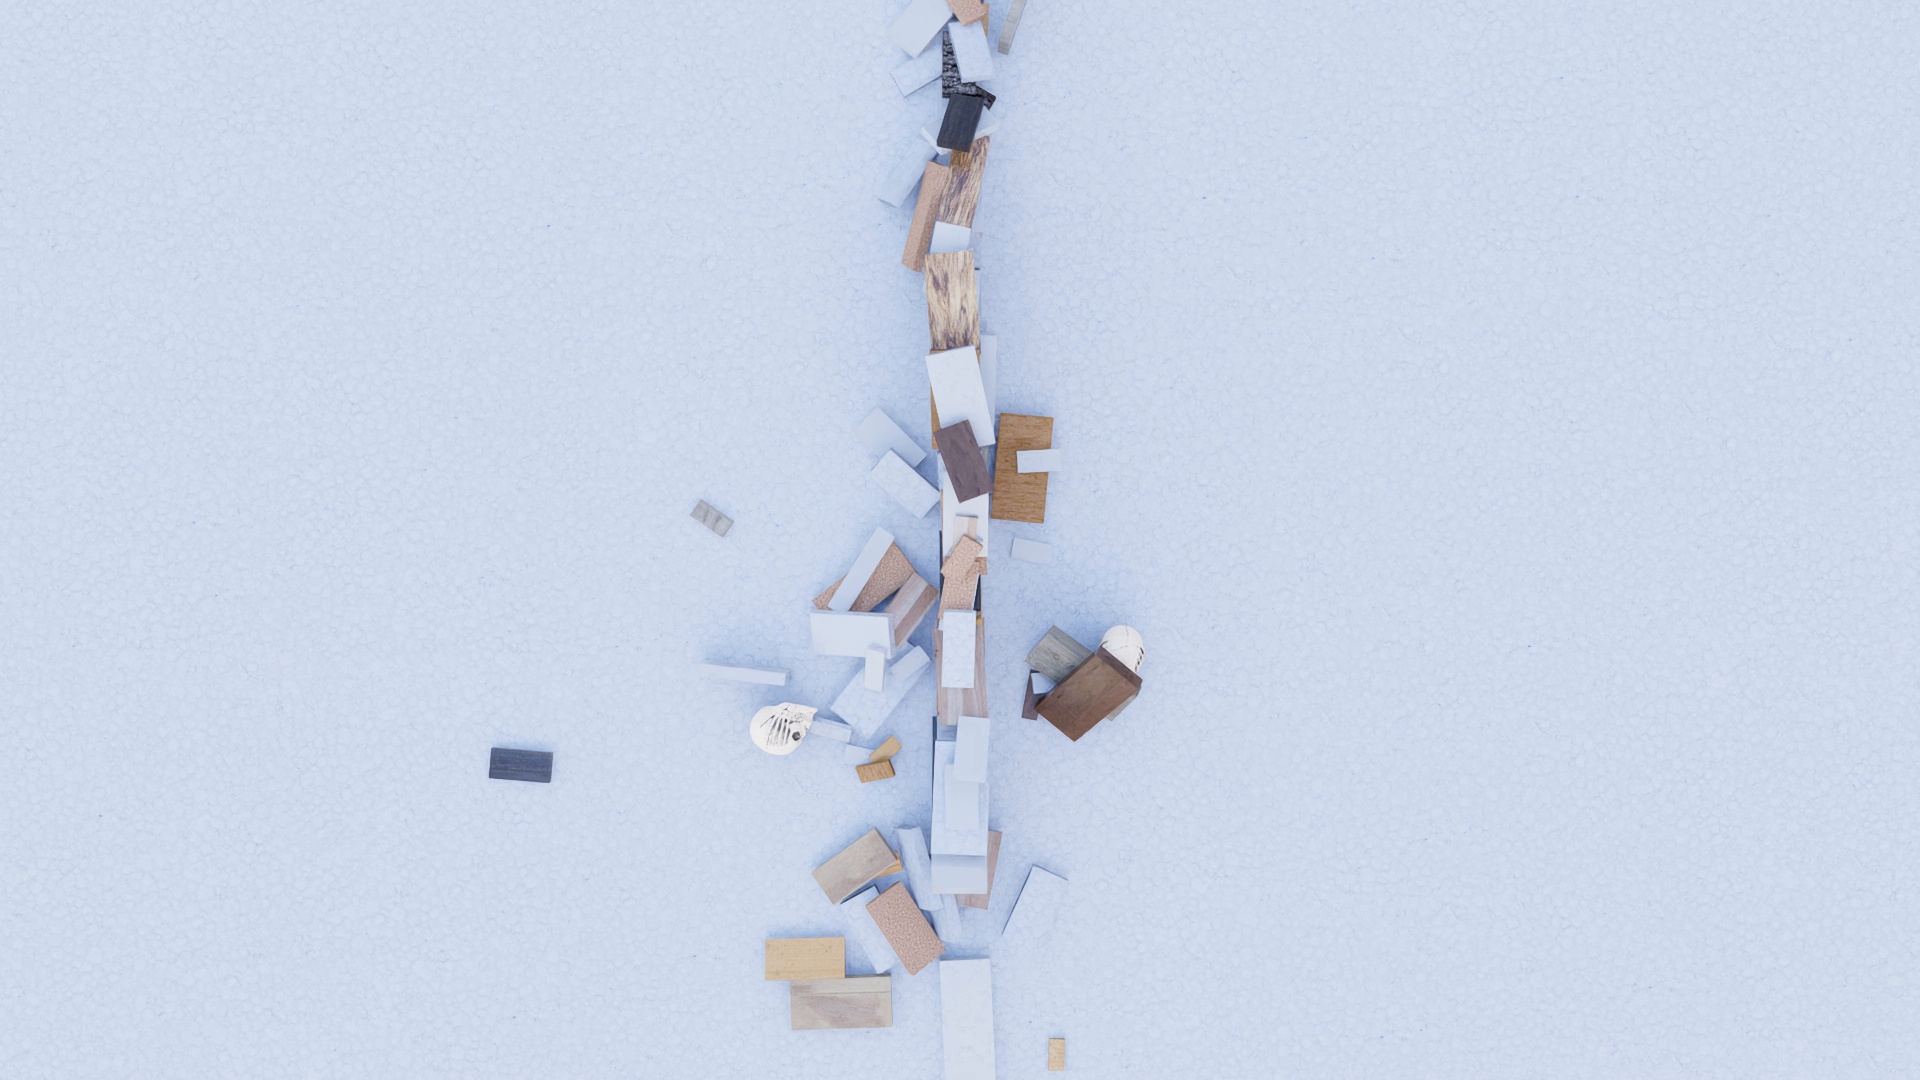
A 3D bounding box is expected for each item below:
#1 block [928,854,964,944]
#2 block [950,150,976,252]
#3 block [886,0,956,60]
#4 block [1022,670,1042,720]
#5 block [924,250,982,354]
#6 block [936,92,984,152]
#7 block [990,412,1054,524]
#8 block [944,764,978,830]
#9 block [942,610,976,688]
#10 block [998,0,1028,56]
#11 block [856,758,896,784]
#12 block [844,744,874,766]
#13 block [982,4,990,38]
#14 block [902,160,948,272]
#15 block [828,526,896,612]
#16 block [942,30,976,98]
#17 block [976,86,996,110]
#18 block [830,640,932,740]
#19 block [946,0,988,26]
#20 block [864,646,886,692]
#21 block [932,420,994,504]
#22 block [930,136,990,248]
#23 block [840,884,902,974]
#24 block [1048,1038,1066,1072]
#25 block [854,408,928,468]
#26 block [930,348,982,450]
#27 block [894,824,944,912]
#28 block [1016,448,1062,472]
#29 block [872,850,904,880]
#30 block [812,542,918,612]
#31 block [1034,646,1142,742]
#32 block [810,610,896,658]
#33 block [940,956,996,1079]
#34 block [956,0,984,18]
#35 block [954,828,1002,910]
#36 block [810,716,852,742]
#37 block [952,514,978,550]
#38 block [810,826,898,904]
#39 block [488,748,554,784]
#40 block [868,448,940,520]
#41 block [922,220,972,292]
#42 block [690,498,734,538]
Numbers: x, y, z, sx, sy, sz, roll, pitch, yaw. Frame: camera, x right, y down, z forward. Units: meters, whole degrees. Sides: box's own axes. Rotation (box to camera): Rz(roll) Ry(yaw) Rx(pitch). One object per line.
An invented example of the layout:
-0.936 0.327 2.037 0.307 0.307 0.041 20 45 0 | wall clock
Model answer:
-0.062 1.180 5.429 0.039 0.138 0.275 -13 90 -25 | block
0.006 -1.133 5.365 0.094 0.027 0.407 3 75 1 | block
-0.112 -1.732 5.467 0.128 0.036 0.256 39 84 1 | block
0.245 0.516 5.493 0.053 0.015 0.164 11 90 0 | block
-0.024 -0.743 5.214 0.157 0.044 0.323 -5 94 1 | block
0.002 -1.348 5.326 0.109 0.031 0.219 12 58 3 | block
0.206 -0.238 5.475 0.176 0.050 0.352 5 90 0 | block
0.006 0.818 5.261 0.103 0.029 0.205 -1 86 0 | block
-0.004 0.348 5.277 0.103 0.029 0.252 2 106 0 | block
0.267 -1.974 5.436 0.036 0.128 0.747 19 90 0 | block
-0.280 0.766 5.463 0.121 0.017 0.060 -14 112 17 | block
-0.322 0.722 5.491 0.123 0.017 0.062 11 90 0 | block
0.068 -1.731 5.492 0.054 0.015 0.107 3 90 0 | block
-0.116 -1.059 5.395 0.034 0.118 0.347 9 107 -24 | block
-0.325 0.103 5.450 0.067 0.019 0.312 33 90 0 | block
-0.003 -1.566 5.436 0.109 0.031 0.246 2 68 -3 | block
0.031 -1.403 5.446 0.094 0.027 0.187 30 90 0 | block
-0.262 0.478 5.476 0.167 0.047 0.333 39 90 0 | block
-0.029 -1.844 5.454 0.089 0.025 0.309 -29 82 -19 | block
-0.278 0.422 5.392 0.062 0.017 0.164 15 126 14 | block
0.012 -0.244 5.136 0.118 0.034 0.237 -20 86 -1 | block
0.003 -1.118 5.331 0.113 0.032 0.429 11 75 3 | block
-0.277 1.292 5.481 0.131 0.037 0.262 -29 90 0 | block
0.321 1.714 5.493 0.053 0.015 0.105 2 90 0 | block
-0.230 -0.321 5.484 0.229 0.033 0.115 44 90 0 | block
-0.014 -0.446 5.213 0.157 0.044 0.313 -1 103 0 | block
-0.137 1.077 5.429 0.039 0.138 0.275 -16 90 -26 | block
0.261 -0.261 5.440 0.143 0.020 0.072 -3 90 0 | block
-0.262 1.085 5.491 0.132 0.019 0.066 -16 90 0 | block
-0.315 0.156 5.480 0.335 0.040 0.141 -37 90 0 | block
0.414 0.503 5.355 0.176 0.050 0.360 39 131 -5 | block
-0.352 0.308 5.410 0.283 0.040 0.141 2 106 23 | block
0.030 1.686 5.476 0.167 0.047 0.594 -3 90 0 | block
0.038 -1.770 5.477 0.054 0.015 0.107 29 89 8 | block
0.052 1.079 5.445 0.128 0.036 0.257 11 90 0 | block
-0.427 0.628 5.469 0.134 0.067 0.019 15 46 0 | block
0.014 -0.008 5.214 0.072 0.020 0.143 5 110 -2 | block
-0.349 1.080 5.464 0.262 0.037 0.131 -36 88 6 | block
-1.460 0.749 5.486 0.201 0.028 0.100 5 90 0 | block
-0.179 -0.186 5.454 0.230 0.033 0.115 41 107 -7 | block
-0.041 -0.891 5.250 0.113 0.032 0.226 13 104 2 | block
-0.825 -0.072 5.491 0.132 0.019 0.066 34 90 0 | block
